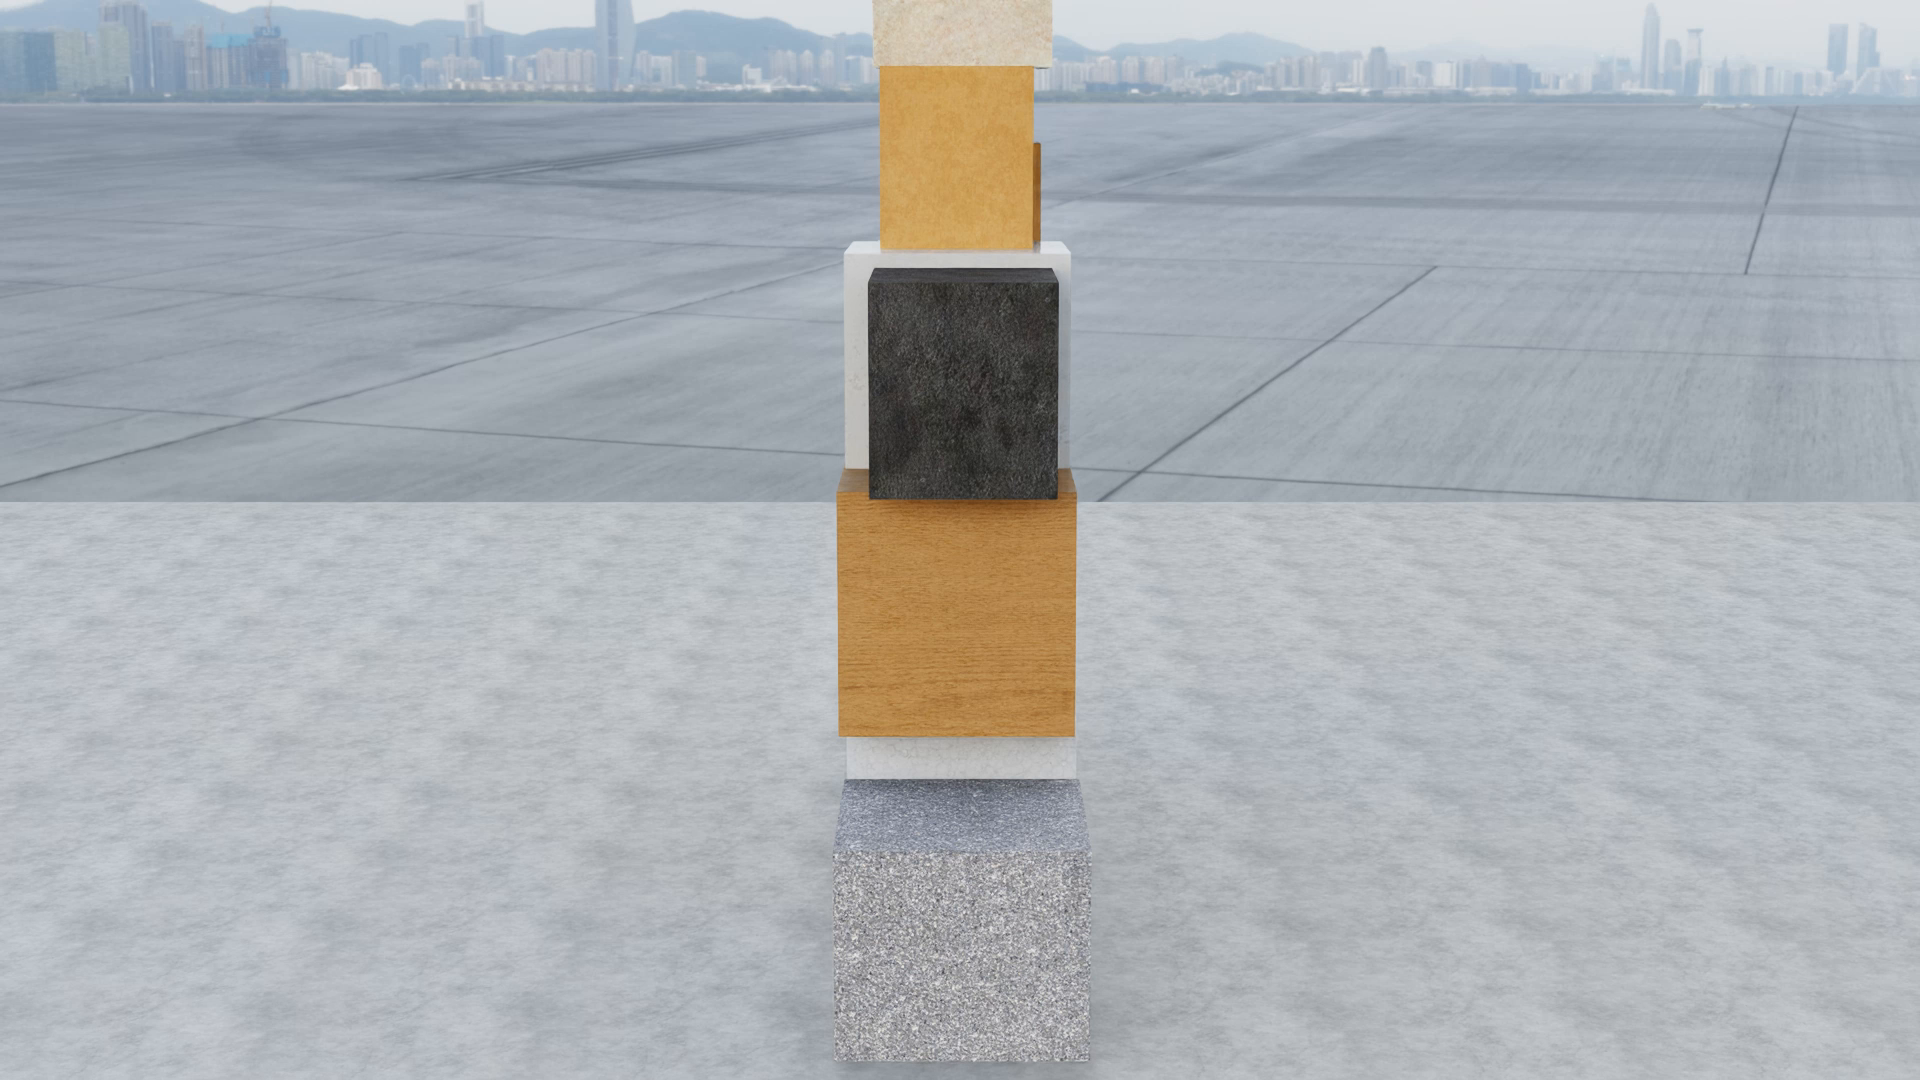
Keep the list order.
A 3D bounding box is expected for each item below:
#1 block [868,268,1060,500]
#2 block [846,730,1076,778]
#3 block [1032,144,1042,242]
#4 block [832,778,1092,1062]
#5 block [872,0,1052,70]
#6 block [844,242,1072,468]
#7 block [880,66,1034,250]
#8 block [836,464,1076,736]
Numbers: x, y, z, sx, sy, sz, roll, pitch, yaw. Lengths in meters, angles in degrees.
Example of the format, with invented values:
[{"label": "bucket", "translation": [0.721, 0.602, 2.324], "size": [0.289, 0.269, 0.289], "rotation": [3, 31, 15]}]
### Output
[{"label": "block", "translation": [0.012, -0.606, 9.716], "size": [0.692, 0.795, 0.736], "rotation": [0, 10, 0]}, {"label": "block", "translation": [0.006, 1.124, 10.538], "size": [0.896, 1.018, 0.900], "rotation": [0, 10, 0]}, {"label": "block", "translation": [0.007, -1.449, 11.277], "size": [0.677, 0.578, 0.649], "rotation": [0, 9, 0]}, {"label": "block", "translation": [0.008, 1.406, 9.637], "size": [0.919, 0.785, 0.954], "rotation": [0, 10, 0]}, {"label": "block", "translation": [0.011, -2.303, 10.790], "size": [0.732, 0.629, 0.714], "rotation": [0, 9, 0]}, {"label": "block", "translation": [-0.010, -0.778, 10.542], "size": [0.888, 0.843, 0.917], "rotation": [0, 9, 0]}, {"label": "block", "translation": [-0.014, -1.580, 10.576], "size": [0.614, 0.728, 0.634], "rotation": [0, 9, 0]}, {"label": "block", "translation": [-0.012, 0.207, 10.104], "size": [0.899, 0.943, 0.871], "rotation": [0, 10, 0]}]
